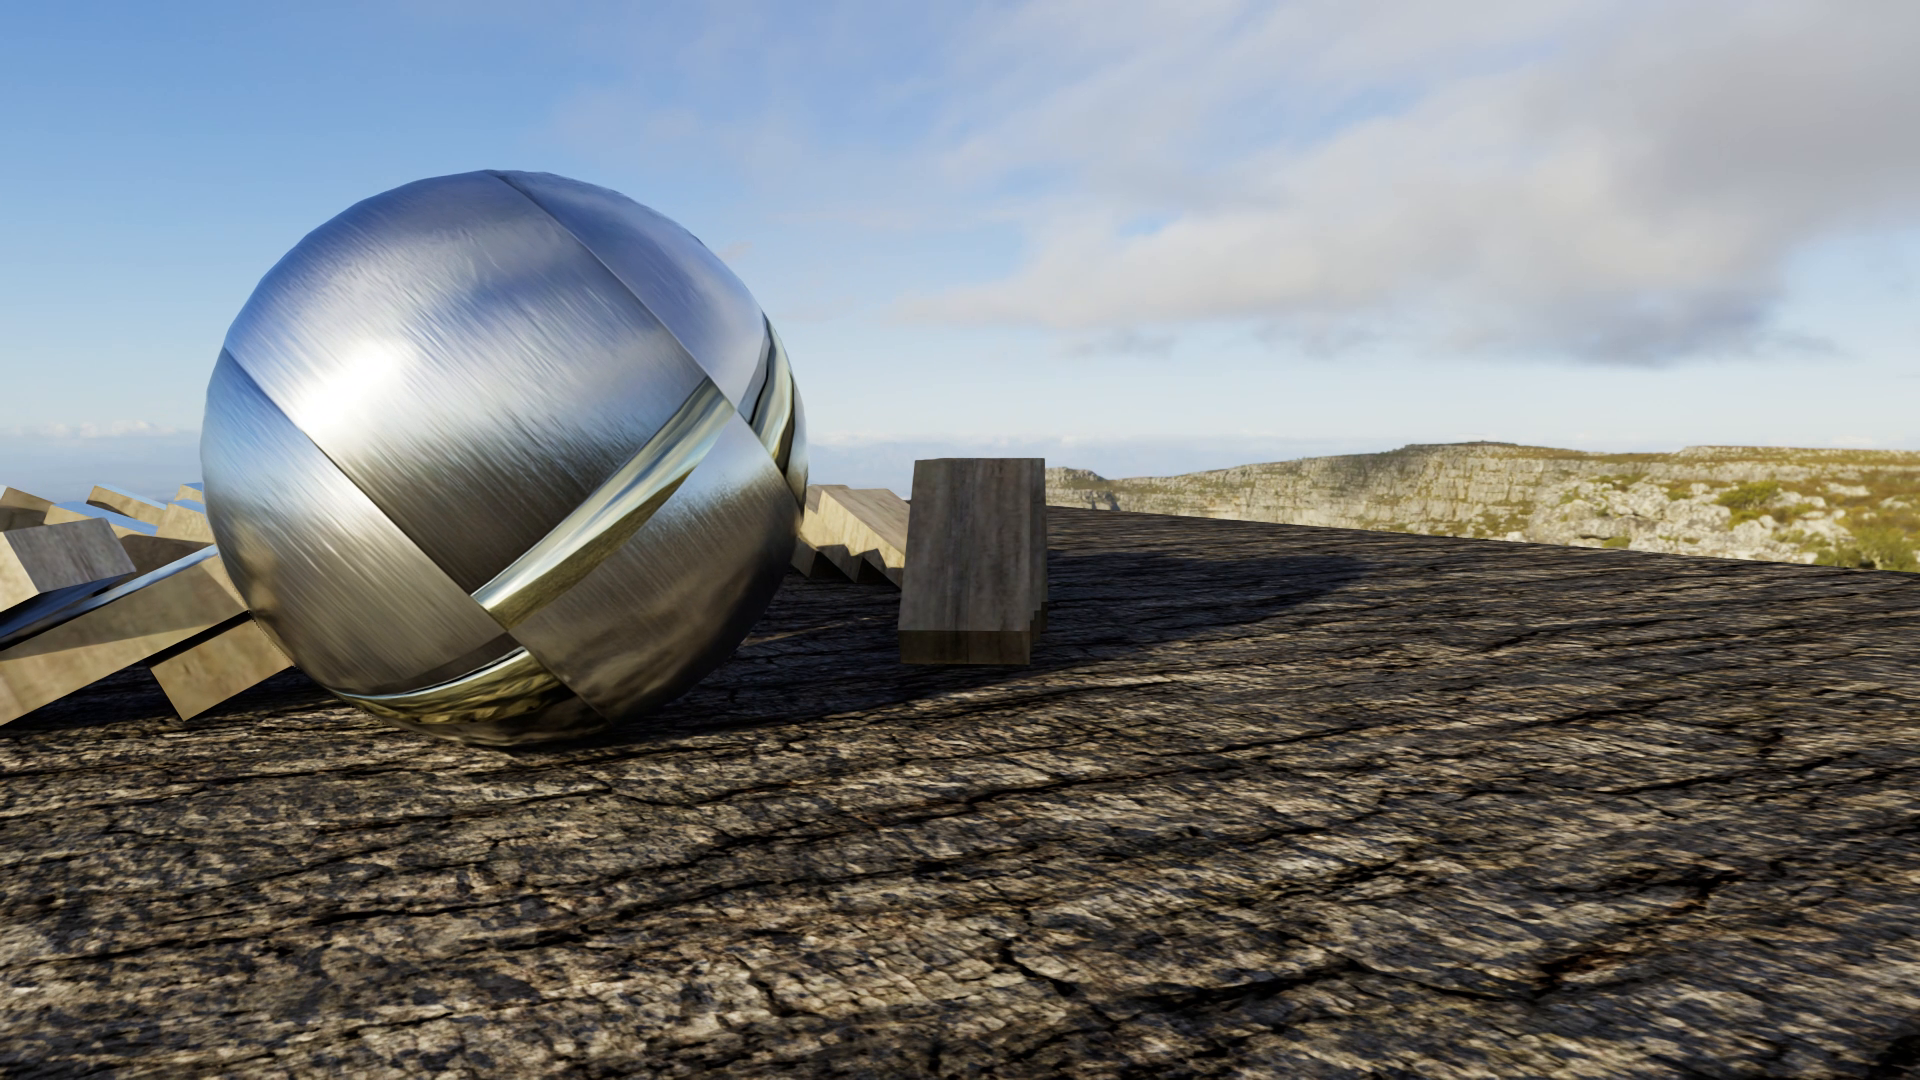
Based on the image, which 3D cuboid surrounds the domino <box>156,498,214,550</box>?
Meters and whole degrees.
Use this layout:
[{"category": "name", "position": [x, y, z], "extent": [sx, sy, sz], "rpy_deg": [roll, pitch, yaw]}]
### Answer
[{"category": "domino", "position": [-0.191, 0.002, 0.355], "extent": [0.050, 0.009, 0.025], "rpy_deg": [22, -4, -22]}]

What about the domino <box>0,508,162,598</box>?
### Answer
[{"category": "domino", "position": [-0.219, 0.005, 0.310], "extent": [0.025, 0.010, 0.050], "rpy_deg": [2, -20, 22]}]

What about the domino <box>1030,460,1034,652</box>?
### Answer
[{"category": "domino", "position": [0.003, 0.002, 0.278], "extent": [0.025, 0.009, 0.050], "rpy_deg": [0, 44, 3]}]

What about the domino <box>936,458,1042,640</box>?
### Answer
[{"category": "domino", "position": [0.006, 0.001, 0.293], "extent": [0.025, 0.009, 0.050], "rpy_deg": [1, 44, 3]}]

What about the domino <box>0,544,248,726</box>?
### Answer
[{"category": "domino", "position": [-0.131, 0.013, 0.203], "extent": [0.050, 0.009, 0.025], "rpy_deg": [-30, 19, -26]}]

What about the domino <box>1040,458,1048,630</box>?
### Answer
[{"category": "domino", "position": [0.008, 0.000, 0.308], "extent": [0.025, 0.009, 0.050], "rpy_deg": [0, 44, 3]}]

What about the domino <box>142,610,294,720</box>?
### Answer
[{"category": "domino", "position": [-0.110, 0.011, 0.218], "extent": [0.050, 0.009, 0.025], "rpy_deg": [-33, 24, -31]}]

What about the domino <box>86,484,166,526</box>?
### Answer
[{"category": "domino", "position": [-0.264, -0.005, 0.432], "extent": [0.050, 0.009, 0.025], "rpy_deg": [25, -8, -26]}]

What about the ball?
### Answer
[{"category": "ball", "position": [-0.062, -0.011, 0.182], "extent": [0.080, 0.080, 0.080], "rpy_deg": [0, 4, 0]}]

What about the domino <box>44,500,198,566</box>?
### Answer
[{"category": "domino", "position": [-0.215, 0.003, 0.345], "extent": [0.050, 0.009, 0.025], "rpy_deg": [21, -4, -22]}]

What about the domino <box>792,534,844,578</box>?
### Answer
[{"category": "domino", "position": [-0.054, -0.004, 0.430], "extent": [0.025, 0.009, 0.050], "rpy_deg": [-4, 30, -46]}]

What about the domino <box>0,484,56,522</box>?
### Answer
[{"category": "domino", "position": [-0.282, -0.003, 0.413], "extent": [0.050, 0.009, 0.025], "rpy_deg": [29, -16, -39]}]

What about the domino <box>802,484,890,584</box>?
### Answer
[{"category": "domino", "position": [-0.035, -0.003, 0.414], "extent": [0.025, 0.009, 0.050], "rpy_deg": [-3, 29, -39]}]

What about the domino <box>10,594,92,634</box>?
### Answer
[{"category": "domino", "position": [-0.227, 0.016, 0.287], "extent": [0.025, 0.009, 0.050], "rpy_deg": [2, 5, 23]}]

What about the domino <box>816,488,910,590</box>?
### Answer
[{"category": "domino", "position": [-0.020, -0.001, 0.393], "extent": [0.025, 0.010, 0.050], "rpy_deg": [-3, 28, -39]}]

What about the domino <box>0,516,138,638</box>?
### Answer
[{"category": "domino", "position": [-0.152, 0.013, 0.186], "extent": [0.050, 0.009, 0.025], "rpy_deg": [-27, 8, -3]}]

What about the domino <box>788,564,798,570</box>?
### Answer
[{"category": "domino", "position": [-0.075, -0.005, 0.444], "extent": [0.050, 0.009, 0.025], "rpy_deg": [32, 22, 32]}]

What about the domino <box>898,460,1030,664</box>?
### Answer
[{"category": "domino", "position": [0.002, 0.003, 0.263], "extent": [0.025, 0.009, 0.050], "rpy_deg": [0, 44, 3]}]

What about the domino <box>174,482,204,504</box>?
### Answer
[{"category": "domino", "position": [-0.243, -0.005, 0.446], "extent": [0.050, 0.009, 0.025], "rpy_deg": [24, -4, -18]}]
